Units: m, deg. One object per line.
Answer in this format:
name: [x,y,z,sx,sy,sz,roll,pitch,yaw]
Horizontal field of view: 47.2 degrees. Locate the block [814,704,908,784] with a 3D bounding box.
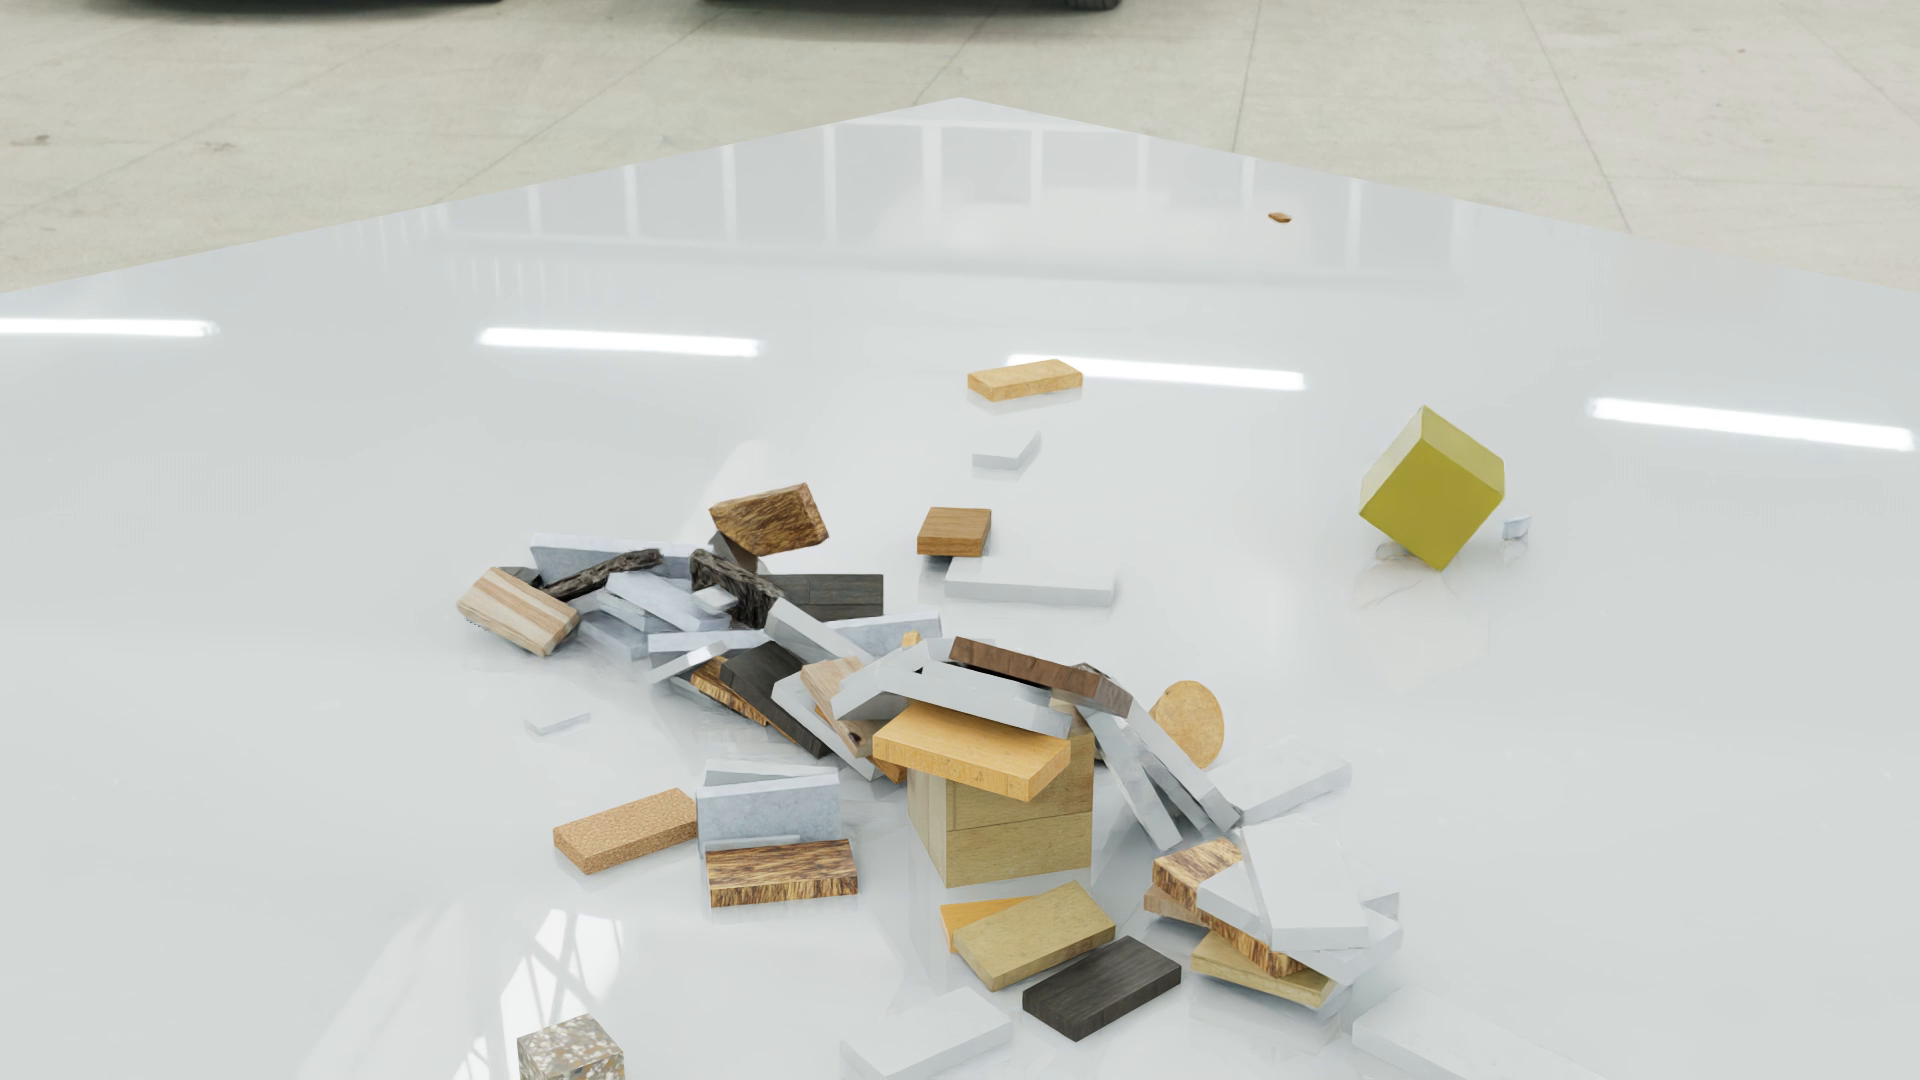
block: [-0.170,0.400,4.617,0.130,0.037,0.260,-21,48,-42]

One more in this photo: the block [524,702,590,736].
block: [-0.881,0.392,4.814,0.127,0.018,0.063,-18,29,-37]

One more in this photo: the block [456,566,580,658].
block: [-1.041,0.168,5.180,0.265,0.037,0.132,25,57,23]

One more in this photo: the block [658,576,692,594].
block: [-0.690,0.122,5.339,0.268,0.038,0.134,5,-10,12]

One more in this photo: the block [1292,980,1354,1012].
block: [0.571,0.756,3.934,0.241,0.034,0.121,19,30,38]

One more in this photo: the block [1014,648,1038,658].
block: [0.167,0.270,4.922,0.095,0.014,0.048,23,-11,43]

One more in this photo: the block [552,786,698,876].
block: [-0.648,0.575,4.356,0.278,0.039,0.139,-16,28,-33]

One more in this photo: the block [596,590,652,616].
block: [-0.771,0.144,5.127,0.142,0.020,0.071,17,10,24]

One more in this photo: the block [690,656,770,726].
block: [-0.484,0.331,4.859,0.203,0.029,0.101,27,34,17]

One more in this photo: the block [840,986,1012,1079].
block: [-0.056,0.844,3.723,0.263,0.037,0.131,-16,28,-33]

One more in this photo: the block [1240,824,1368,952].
block: [0.600,0.606,3.859,0.163,0.046,0.326,-1,24,-3]

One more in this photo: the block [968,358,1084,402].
block: [0.204,-0.503,6.887,0.324,0.046,0.162,-12,26,-26]

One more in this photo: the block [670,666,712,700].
block: [-0.582,0.321,4.978,0.142,0.020,0.071,20,30,39]

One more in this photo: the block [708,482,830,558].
block: [-0.482,-0.043,5.532,0.302,0.151,0.043,-11,19,36]

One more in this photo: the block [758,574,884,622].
block: [-0.329,0.157,5.203,0.297,0.148,0.042,0,-12,-1]

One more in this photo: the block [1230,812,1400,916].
block: [0.675,0.633,4.210,0.163,0.046,0.326,-11,25,-24]

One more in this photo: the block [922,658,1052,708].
block: [0.050,0.270,4.145,0.224,0.032,0.112,12,-5,38]

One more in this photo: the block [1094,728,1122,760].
block: [0.278,0.425,4.666,0.204,0.029,0.102,11,22,-7]

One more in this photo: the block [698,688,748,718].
block: [-0.504,0.345,4.889,0.142,0.020,0.071,26,33,28]

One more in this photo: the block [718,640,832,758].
block: [-0.360,0.342,4.773,0.310,0.044,0.155,36,39,27]

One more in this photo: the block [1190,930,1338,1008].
block: [0.542,0.745,3.872,0.241,0.034,0.121,12,26,27]

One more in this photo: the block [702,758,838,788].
block: [-0.379,0.504,4.352,0.260,0.130,0.037,5,31,-10]

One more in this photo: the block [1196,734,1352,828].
block: [0.639,0.496,4.534,0.318,0.045,0.159,-18,29,-36]

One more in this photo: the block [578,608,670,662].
block: [-0.793,0.217,5.208,0.117,0.033,0.235,-18,29,-36]

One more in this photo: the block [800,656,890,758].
block: [-0.218,0.348,4.605,0.130,0.037,0.260,-8,41,-32]

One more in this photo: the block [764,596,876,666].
block: [-0.284,0.248,4.823,0.310,0.155,0.044,33,69,3]

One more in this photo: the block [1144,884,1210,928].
block: [0.475,0.669,4.053,0.241,0.034,0.121,12,26,26]

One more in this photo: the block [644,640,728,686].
block: [-0.611,0.273,4.895,0.101,0.029,0.202,-22,-2,-38]

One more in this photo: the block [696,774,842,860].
block: [-0.374,0.541,4.306,0.278,0.139,0.039,-5,25,-11]

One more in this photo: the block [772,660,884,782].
block: [-0.239,0.382,4.687,0.310,0.044,0.155,37,39,28]

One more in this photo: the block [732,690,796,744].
block: [-0.391,0.359,4.802,0.202,0.029,0.101,36,39,27]

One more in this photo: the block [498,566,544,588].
block: [-1.120,0.129,5.415,0.117,0.033,0.235,4,23,9]

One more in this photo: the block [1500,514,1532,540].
block: [1.455,-0.033,5.757,0.101,0.050,0.014,-12,30,-41]

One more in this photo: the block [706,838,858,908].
block: [-0.343,0.637,4.209,0.278,0.039,0.139,-4,23,-9]

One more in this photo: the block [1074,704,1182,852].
block: [0.318,0.437,4.302,0.047,0.335,0.167,-31,21,-3]
